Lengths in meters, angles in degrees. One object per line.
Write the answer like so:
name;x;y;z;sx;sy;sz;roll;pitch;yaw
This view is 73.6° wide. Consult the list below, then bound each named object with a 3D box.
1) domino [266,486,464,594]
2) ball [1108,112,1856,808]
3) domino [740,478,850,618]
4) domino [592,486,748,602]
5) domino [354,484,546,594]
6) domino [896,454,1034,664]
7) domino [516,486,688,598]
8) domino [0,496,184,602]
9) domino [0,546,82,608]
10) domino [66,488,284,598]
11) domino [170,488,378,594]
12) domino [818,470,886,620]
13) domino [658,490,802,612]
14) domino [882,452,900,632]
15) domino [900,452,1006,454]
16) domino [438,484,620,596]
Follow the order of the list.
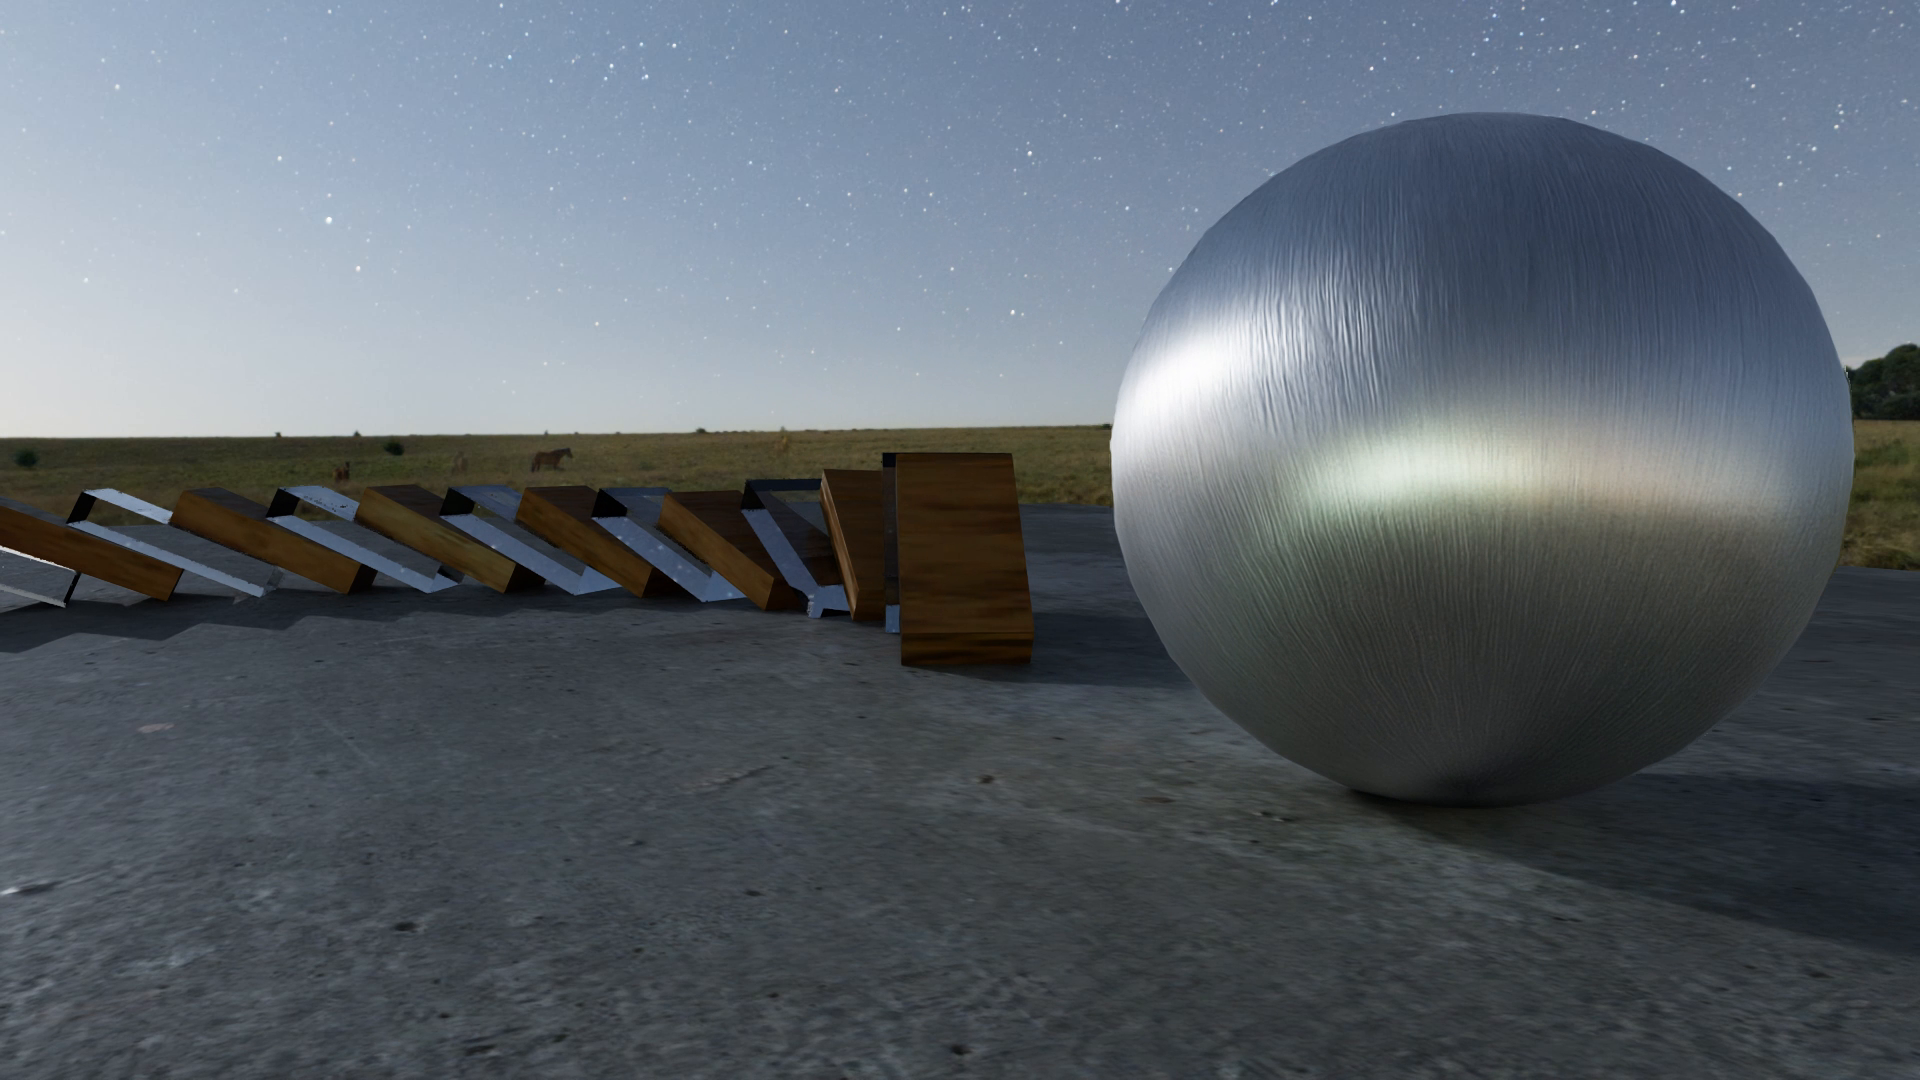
domino;-0.172;-0.001;0.376;0.050;0.010;0.025;25;4;-3
ball;0.058;-0.009;0.153;0.080;0.080;0.080;0;4;0
domino;-0.036;0.001;0.335;0.025;0.009;0.050;-3;35;-32
domino;-0.078;0.000;0.363;0.050;0.009;0.025;32;20;30
domino;-0.148;-0.001;0.379;0.050;0.009;0.025;26;7;5
domino;0.000;0.003;0.262;0.025;0.009;0.050;0;46;-4
domino;-0.101;0.000;0.372;0.050;0.010;0.025;29;15;21
domino;-0.238;0.002;0.346;0.050;0.010;0.025;26;-8;-27
domino;-0.257;0.004;0.330;0.050;0.009;0.025;25;-12;-35
domino;-0.218;0.001;0.360;0.050;0.010;0.025;25;-4;-19
domino;-0.196;0.000;0.370;0.050;0.010;0.025;25;0;-11
domino;-0.019;0.000;0.322;0.025;0.009;0.050;1;37;-18
domino;-0.057;0.002;0.349;0.050;0.010;0.025;34;25;35
domino;-0.006;0.000;0.305;0.025;0.009;0.050;0;46;-4
domino;-0.001;0.001;0.291;0.025;0.010;0.050;0;46;-4
domino;-0.124;-0.001;0.377;0.050;0.009;0.025;28;12;14
